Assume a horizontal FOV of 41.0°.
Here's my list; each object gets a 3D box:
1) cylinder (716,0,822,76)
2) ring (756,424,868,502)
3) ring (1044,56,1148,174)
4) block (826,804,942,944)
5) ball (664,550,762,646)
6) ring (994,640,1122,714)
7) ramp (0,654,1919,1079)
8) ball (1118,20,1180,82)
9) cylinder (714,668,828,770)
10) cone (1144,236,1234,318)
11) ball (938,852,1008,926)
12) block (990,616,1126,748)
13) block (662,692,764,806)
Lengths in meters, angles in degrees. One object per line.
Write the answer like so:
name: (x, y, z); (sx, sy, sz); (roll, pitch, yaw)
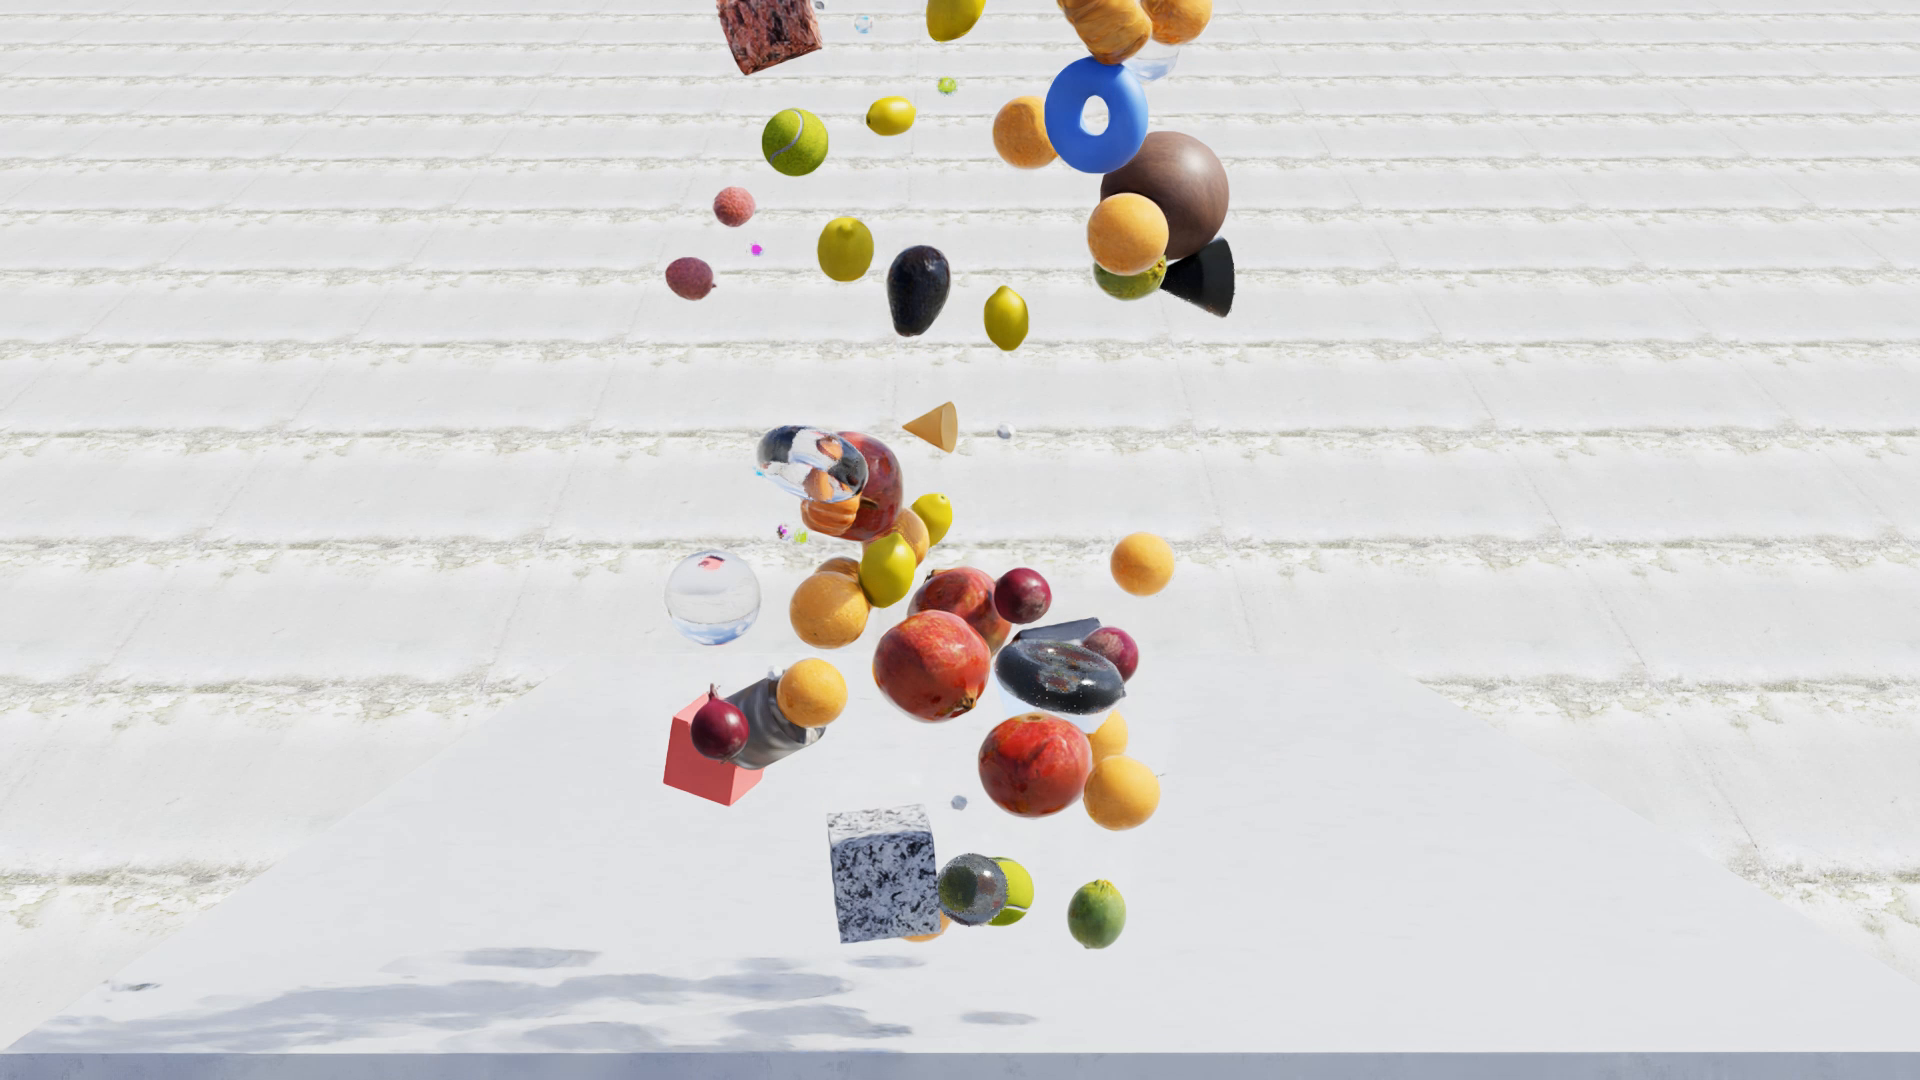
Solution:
cylinder: (-0.178, -0.485, 2.412); (0.077, 0.077, 0.077); (-19, 20, 7)
ring: (-0.142, -0.073, 2.475); (0.111, 0.111, 0.037); (7, 63, 18)
ring: (0.118, -0.367, 2.224); (0.102, 0.102, 0.034); (15, 18, 34)
block: (-0.073, 0.320, 2.468); (0.096, 0.096, 0.096); (-6, 15, -5)
ball: (-0.253, 0.059, 2.636); (0.099, 0.099, 0.099); (0, 21, 0)
ring: (0.090, 0.124, 2.340); (0.119, 0.040, 0.119); (11, 15, -3)
ramp: (0.049, 0.446, 4.532); (2.000, 0.100, 4.000); (0, 3, 0)
ball: (0.188, -0.486, 2.561); (0.060, 0.060, 0.060); (0, 21, 0)
cylinder: (-0.198, 0.188, 2.694); (0.084, 0.084, 0.084); (-28, 3, 36)
cone: (0.224, -0.264, 2.595); (0.083, 0.083, 0.083); (-4, 21, -13)
ball: (0.011, 0.337, 2.474); (0.070, 0.070, 0.070); (0, 21, 0)
block: (0.104, 0.152, 2.746); (0.095, 0.095, 0.095); (-9, 66, -25)
block: (-0.274, 0.236, 2.909); (0.085, 0.085, 0.085); (17, 22, 17)
